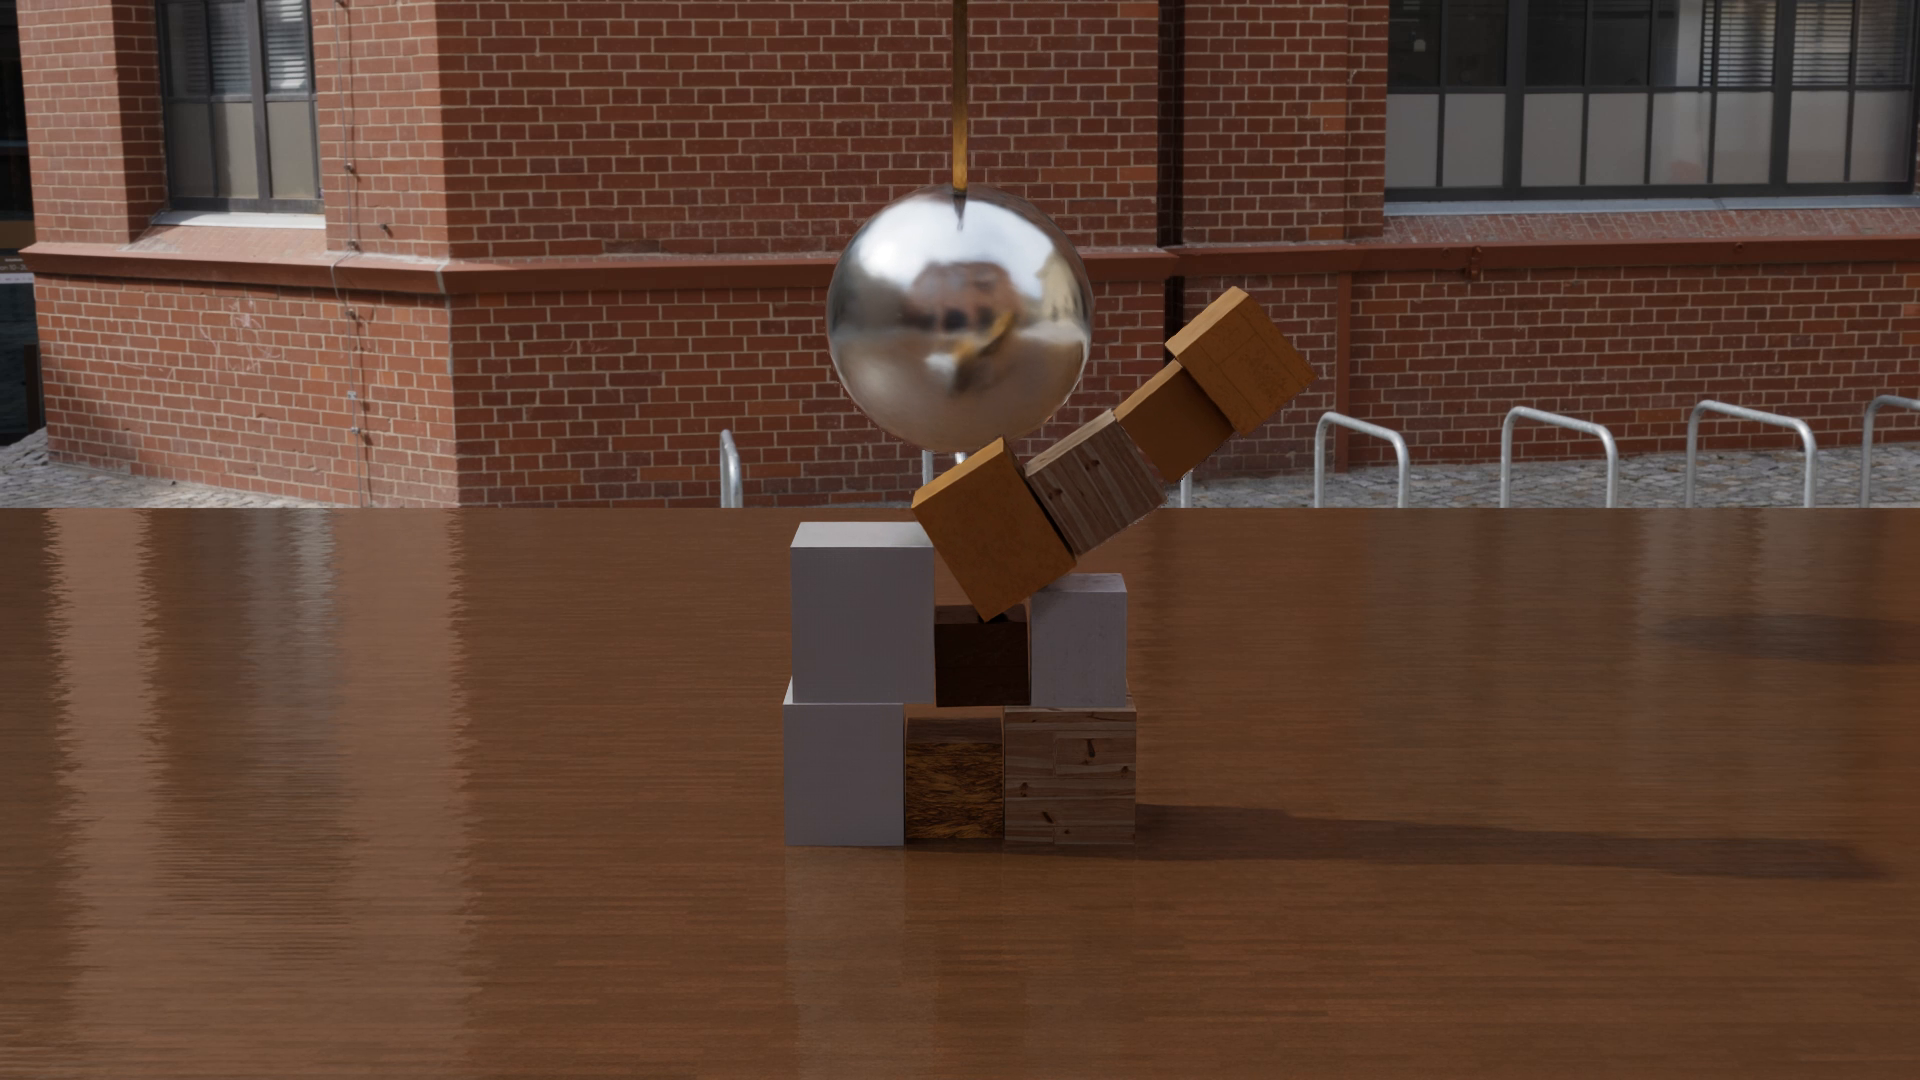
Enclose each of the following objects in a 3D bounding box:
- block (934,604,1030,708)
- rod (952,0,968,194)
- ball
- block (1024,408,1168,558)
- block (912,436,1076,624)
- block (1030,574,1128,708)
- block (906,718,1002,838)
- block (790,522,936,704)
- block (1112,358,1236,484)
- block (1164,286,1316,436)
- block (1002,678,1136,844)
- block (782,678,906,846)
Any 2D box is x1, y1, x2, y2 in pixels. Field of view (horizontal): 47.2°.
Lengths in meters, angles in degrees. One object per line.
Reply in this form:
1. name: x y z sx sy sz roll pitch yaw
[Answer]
1. block: 0.110 0.588 11.290 0.468 0.430 0.448 -2 10 0
2. rod: 0.000 -4.241 11.323 0.080 5.200 0.080 0 31 0
3. ball: 0.000 -1.312 13.050 1.600 1.600 1.600 0 10 0
4. block: 0.680 -0.295 11.138 0.531 0.478 0.465 -33 9 6
5. block: 0.173 -0.062 11.162 0.540 0.681 0.579 -32 8 6
6. block: 0.600 0.508 11.260 0.476 0.592 0.484 0 10 1
7. block: -0.029 1.228 11.411 0.490 0.501 0.499 0 10 0
8. block: -0.483 0.360 11.264 0.706 0.794 0.728 0 10 0
9. block: 1.072 -0.600 11.060 0.416 0.414 0.433 -40 8 7
10. block: 1.394 -0.902 11.005 0.463 0.525 0.581 -40 9 7
11. block: 0.554 1.135 11.393 0.657 0.690 0.697 0 10 0
12. block: -0.583 1.116 11.377 0.599 0.733 0.714 0 10 0
